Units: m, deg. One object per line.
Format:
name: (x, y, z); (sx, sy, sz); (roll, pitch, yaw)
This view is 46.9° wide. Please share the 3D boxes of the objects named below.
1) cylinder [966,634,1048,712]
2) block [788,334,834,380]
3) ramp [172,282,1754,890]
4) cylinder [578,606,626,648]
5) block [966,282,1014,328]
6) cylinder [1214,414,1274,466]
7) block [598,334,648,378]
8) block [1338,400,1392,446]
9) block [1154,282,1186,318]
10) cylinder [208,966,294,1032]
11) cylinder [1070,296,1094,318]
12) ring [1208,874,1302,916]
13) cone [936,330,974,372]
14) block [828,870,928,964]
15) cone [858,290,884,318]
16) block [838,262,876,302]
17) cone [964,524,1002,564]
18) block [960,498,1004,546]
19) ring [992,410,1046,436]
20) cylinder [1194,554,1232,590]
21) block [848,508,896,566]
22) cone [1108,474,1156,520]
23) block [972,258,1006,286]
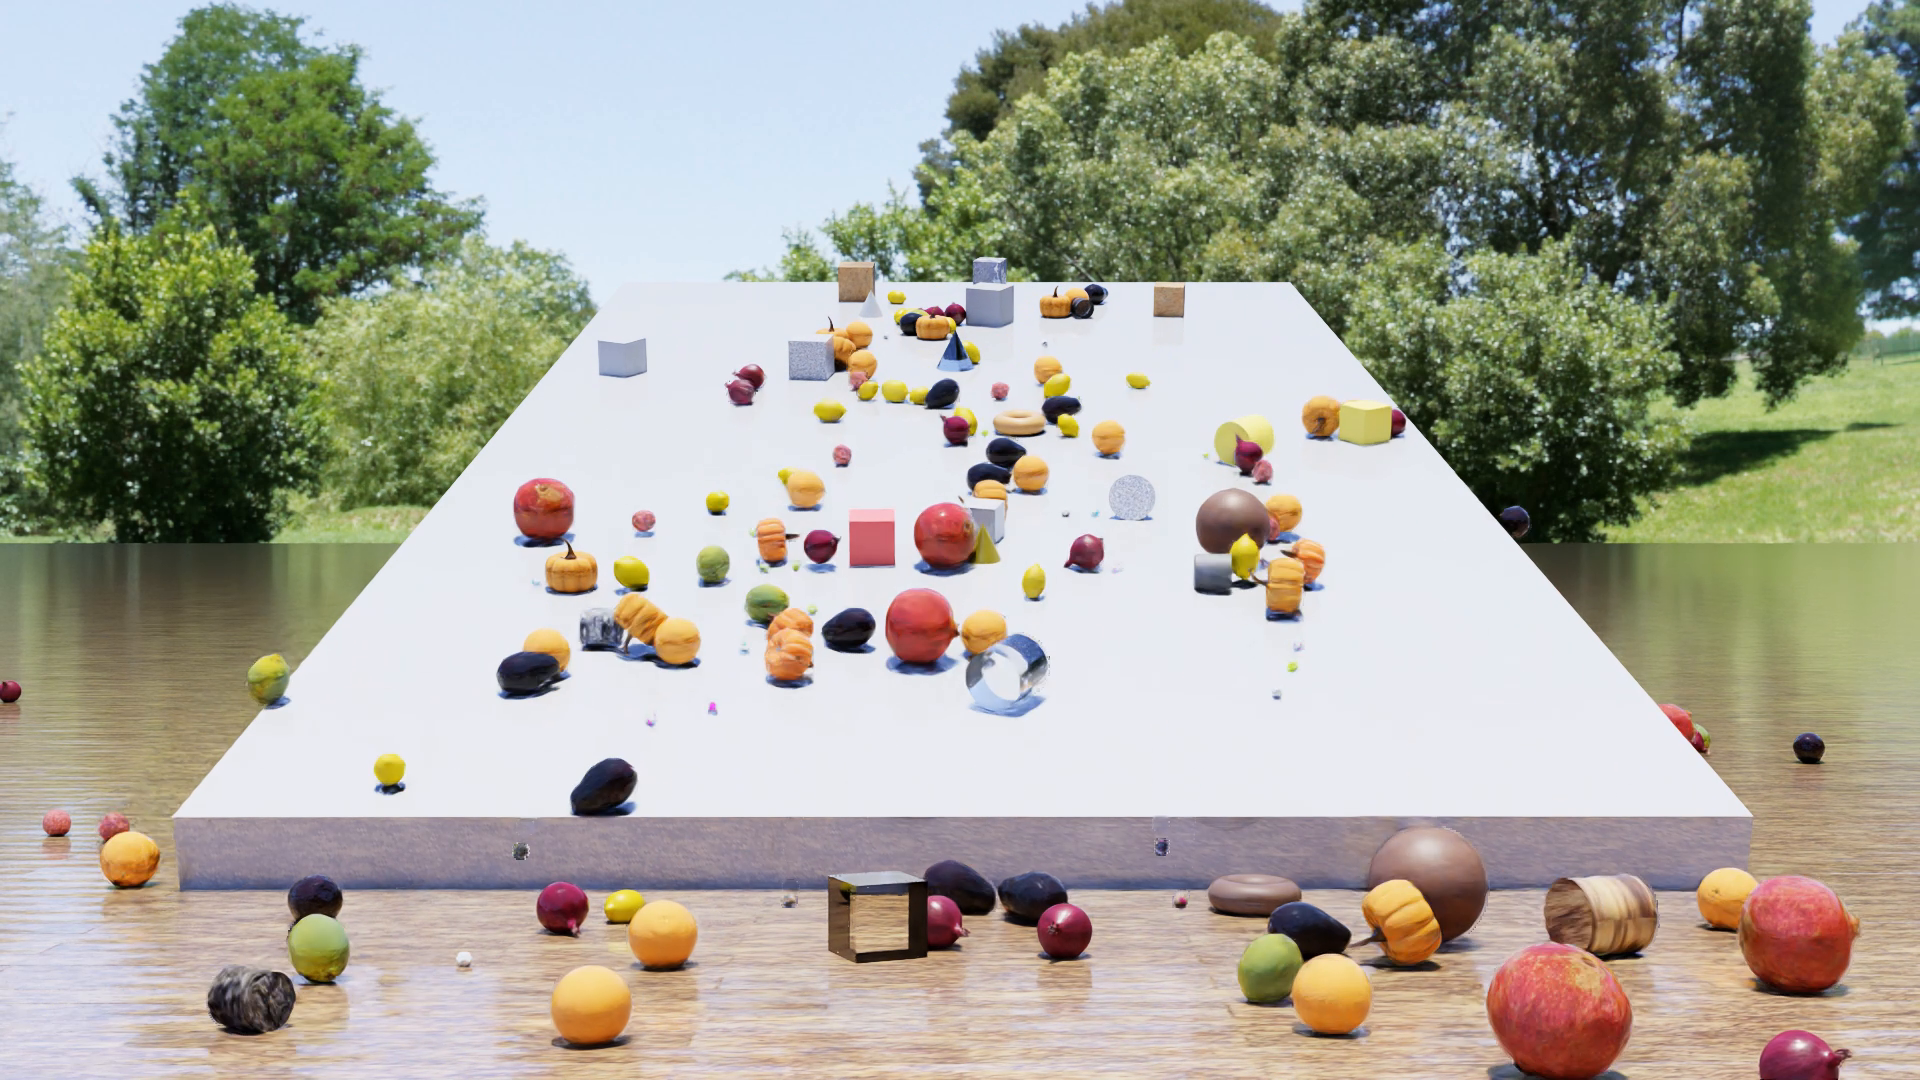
cylinder: (0.068, 0.190, 3.184); (0.088, 0.088, 0.088); (0, 14, 29)
block: (-0.359, -0.443, 5.341); (0.093, 0.093, 0.093); (2, 16, 8)
ramp: (-0.002, -0.164, 4.730); (2.000, 0.100, 4.000); (0, 16, 0)
cylinder: (-0.556, 0.134, 3.428); (0.055, 0.055, 0.055); (10, 2, 12)
block: (0.081, -0.638, 5.997); (0.100, 0.100, 0.100); (7, 18, 23)
cylinder: (0.583, -0.206, 4.536); (0.090, 0.090, 0.090); (0, 13, 40)
block: (-0.820, -0.447, 5.372); (0.083, 0.083, 0.083); (9, 19, 29)
block: (0.864, -0.251, 4.715); (0.077, 0.077, 0.077); (-11, 20, -34)
block: (0.580, -0.667, 6.127); (0.082, 0.082, 0.082); (2, 16, 8)
cylinder: (-0.649, 0.420, 2.026); (0.054, 0.054, 0.054); (0, 0, 32)
cylinder: (0.336, -0.640, 6.087); (0.053, 0.053, 0.053); (0, 20, -18)
ring: (0.355, 0.428, 2.665); (0.113, 0.038, 0.113); (1, 1, 0)
cone: (-0.011, -0.469, 5.426); (0.095, 0.095, 0.095); (0, 16, 0)
block: (-0.089, 0.406, 2.385); (0.082, 0.082, 0.082); (0, 0, -24)
cone: (-0.246, -0.655, 6.101); (0.072, 0.072, 0.072); (0, 16, 0)
block: (-0.296, -0.743, 6.354); (0.099, 0.099, 0.099); (1, 16, 2)
cone: (0.041, 0.002, 3.869); (0.066, 0.066, 0.066); (0, 16, 0)
block: (0.040, -0.034, 3.991); (0.066, 0.066, 0.066); (5, 17, 16)
ring: (0.129, -0.254, 4.794); (0.117, 0.039, 0.117); (-1, 18, 0)
cylinder: (0.424, 0.053, 3.708); (0.059, 0.059, 0.059); (1, 0, 2)
block: (-0.154, -0.005, 3.868); (0.080, 0.080, 0.080); (-1, 16, -2)
cone: (0.325, -0.071, 4.167); (0.088, 0.088, 0.088); (0, -10, 6)
block: (0.088, -0.788, 6.540); (0.082, 0.082, 0.082); (5, 17, 15)
